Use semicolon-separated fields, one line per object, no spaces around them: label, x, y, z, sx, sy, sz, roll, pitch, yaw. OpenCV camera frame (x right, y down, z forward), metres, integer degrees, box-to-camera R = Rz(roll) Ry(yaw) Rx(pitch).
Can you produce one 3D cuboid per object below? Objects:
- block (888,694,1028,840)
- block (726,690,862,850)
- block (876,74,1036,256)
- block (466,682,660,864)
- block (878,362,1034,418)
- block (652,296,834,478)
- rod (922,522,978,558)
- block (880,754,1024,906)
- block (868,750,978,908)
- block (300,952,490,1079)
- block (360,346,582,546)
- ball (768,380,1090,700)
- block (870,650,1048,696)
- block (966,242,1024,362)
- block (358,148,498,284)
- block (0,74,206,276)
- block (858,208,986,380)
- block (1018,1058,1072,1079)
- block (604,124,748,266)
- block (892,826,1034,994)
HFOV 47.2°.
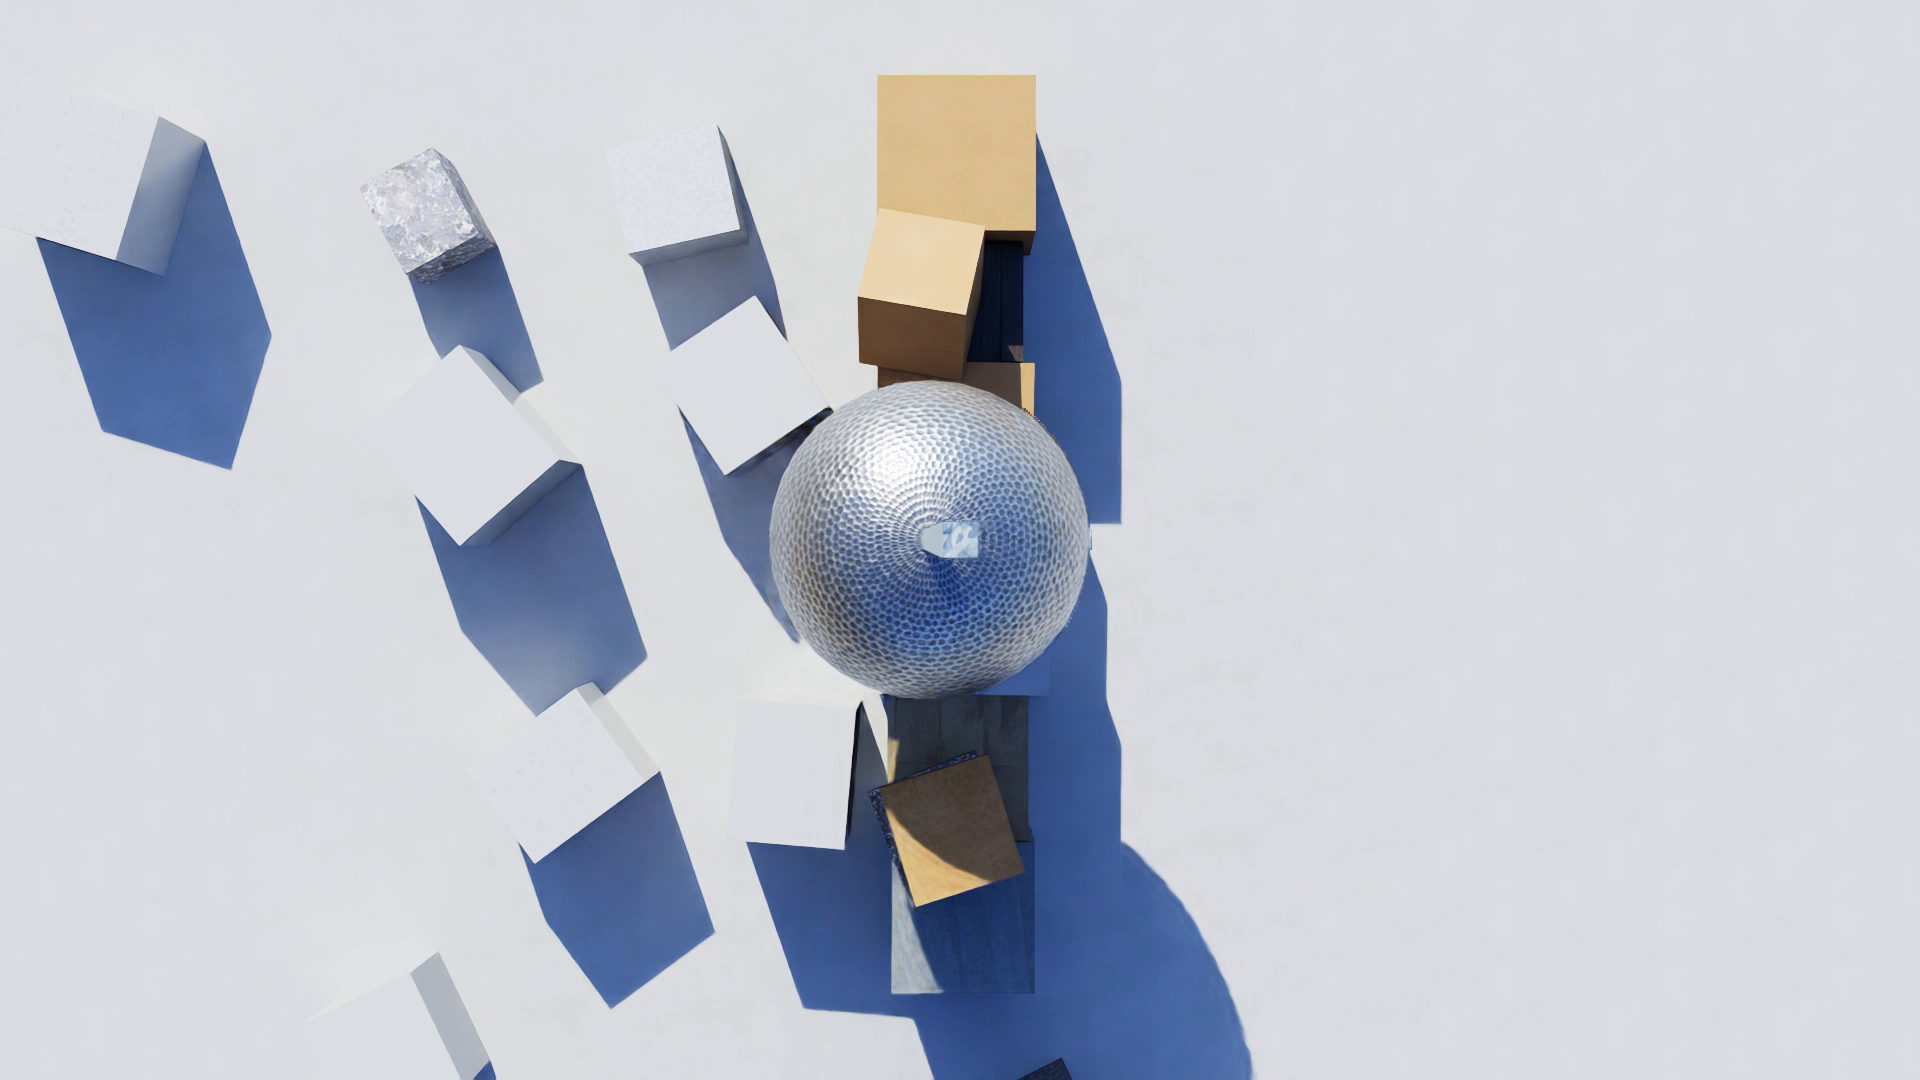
block;-0.011;1.266;12.646;0.788;0.708;0.822;0;90;0
block;-0.943;1.308;12.639;0.660;0.723;0.788;5;90;0
block;-0.019;-2.106;12.478;0.863;1.045;0.844;0;90;0
block;-2.278;1.327;12.686;0.771;0.628;0.658;-36;90;0
block;-0.030;-0.563;12.554;0.865;0.892;0.837;1;90;0
block;-1.236;-0.869;12.676;0.703;0.649;0.746;-34;90;0
rod;-0.066;0.000;7.590;0.080;5.200;0.080;0;90;-1
block;-0.041;1.503;11.465;0.582;0.503;0.625;-17;85;-1
block;-0.087;1.561;11.985;0.620;0.543;0.653;-21;85;-2
block;-3.238;2.896;12.665;0.681;0.669;0.714;-26;90;0
block;-2.788;-0.528;12.624;0.734;0.753;0.846;-41;90;0
ball;-0.152;0.000;10.989;1.600;1.600;1.600;0;90;0
block;-0.002;0.356;12.557;0.986;0.886;0.989;1;90;0
block;0.021;-1.339;12.672;0.669;0.655;0.672;0;90;0
block;-3.073;-1.870;12.738;0.477;0.523;0.561;-28;90;0
block;-4.964;-2.077;12.622;0.798;0.755;0.840;17;90;0
block;-0.210;-1.325;11.914;0.577;0.650;0.579;10;62;4
block;0.495;3.416;12.755;0.505;0.490;0.545;-26;90;0
block;-1.631;-1.991;12.728;0.653;0.543;0.614;-12;90;0
block;0.017;2.108;12.623;0.799;0.753;0.841;0;90;0
